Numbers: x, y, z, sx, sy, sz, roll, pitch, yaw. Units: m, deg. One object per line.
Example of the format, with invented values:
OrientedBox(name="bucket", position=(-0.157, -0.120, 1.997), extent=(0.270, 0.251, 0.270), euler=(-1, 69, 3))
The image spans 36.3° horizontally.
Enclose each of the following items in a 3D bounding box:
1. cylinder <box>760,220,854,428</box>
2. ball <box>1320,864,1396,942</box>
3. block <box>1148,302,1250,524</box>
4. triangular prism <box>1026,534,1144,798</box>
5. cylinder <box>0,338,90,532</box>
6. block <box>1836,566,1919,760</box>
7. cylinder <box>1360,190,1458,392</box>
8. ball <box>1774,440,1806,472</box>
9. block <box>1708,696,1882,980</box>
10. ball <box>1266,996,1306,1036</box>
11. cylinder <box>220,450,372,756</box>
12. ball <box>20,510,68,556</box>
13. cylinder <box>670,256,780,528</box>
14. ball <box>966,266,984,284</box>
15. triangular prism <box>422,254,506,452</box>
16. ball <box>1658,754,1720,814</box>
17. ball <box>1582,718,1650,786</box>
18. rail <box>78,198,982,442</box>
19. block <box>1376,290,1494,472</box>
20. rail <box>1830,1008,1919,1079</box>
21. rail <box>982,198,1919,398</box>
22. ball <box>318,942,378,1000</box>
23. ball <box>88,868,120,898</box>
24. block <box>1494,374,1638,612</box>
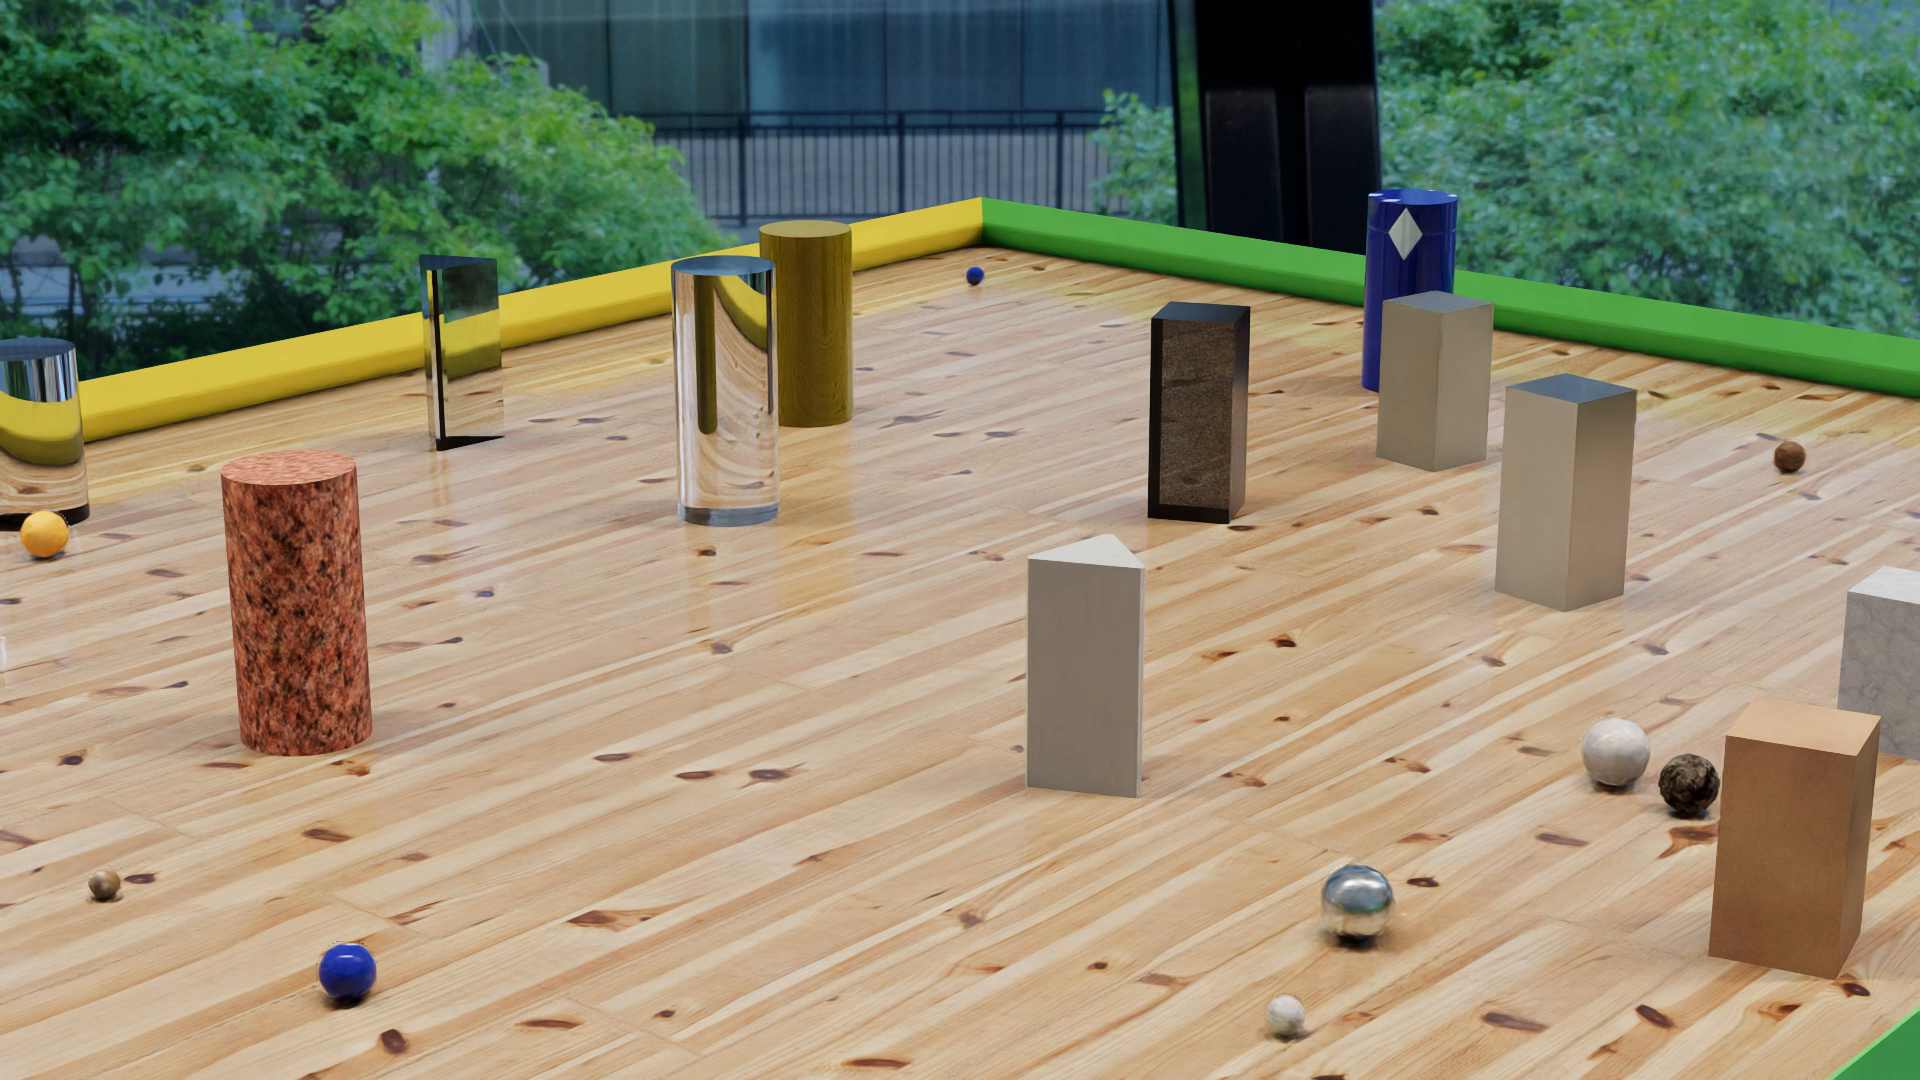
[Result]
OrientedBox(name="cylinder", position=(-0.328, -0.464, 6.279), extent=(0.197, 0.411, 0.197), euler=(0, 17, 0))
OrientedBox(name="ball", position=(0.508, 0.464, 3.745), extent=(0.097, 0.097, 0.097), euler=(0, 17, 0))
OrientedBox(name="block", position=(0.455, -0.244, 5.586), extent=(0.157, 0.389, 0.157), euler=(5, 17, 16))
OrientedBox(name="triangular prism", position=(0.198, 0.177, 4.261), extent=(0.170, 0.347, 0.148), euler=(5, 17, 16))
OrientedBox(name="cylinder", position=(-1.762, -0.200, 5.546), extent=(0.197, 0.329, 0.197), euler=(0, 17, 0))
OrientedBox(name="block", position=(1.431, 0.186, 4.416), extent=(0.157, 0.241, 0.157), euler=(12, 20, 34))
OrientedBox(name="cylinder", position=(1.002, -0.554, 6.547), extent=(0.197, 0.429, 0.197), euler=(0, 17, 0))
OrientedBox(name="ball", position=(1.669, -0.167, 5.896), extent=(0.064, 0.064, 0.064), euler=(0, 17, 0))
OrientedBox(name="block", position=(1.052, 0.374, 3.697), extent=(0.157, 0.297, 0.157), euler=(8, 19, 26))
OrientedBox(name="ball", position=(0.387, 0.566, 3.490), extent=(0.047, 0.047, 0.047), euler=(0, 17, 0))
OrientedBox(name="cylinder", position=(-0.996, 0.093, 4.412), extent=(0.197, 0.421, 0.197), euler=(0, 17, 0))
OrientedBox(name="ball", position=(-1.668, -0.011, 5.342), extent=(0.084, 0.084, 0.084), euler=(0, 17, 0))
OrientedBox(name="cylinder", position=(-0.443, -0.283, 5.556), extent=(0.197, 0.482, 0.197), euler=(0, 17, 0))
OrientedBox(name="ball", position=(0.039, -0.691, 7.661), extent=(0.048, 0.048, 0.048), euler=(0, 17, 0))
OrientedBox(name="triangular prism", position=(-1.070, -0.397, 6.112), extent=(0.148, 0.380, 0.170), euler=(16, 23, 43))
OrientedBox(name="ball", position=(1.035, 0.346, 4.160), extent=(0.084, 0.084, 0.084), euler=(0, 17, 0))
OrientedBox(name="ball", position=(0.953, 0.308, 4.260), extent=(0.098, 0.098, 0.098), euler=(0, 17, 0))
OrientedBox(name="rail", position=(-1.539, -0.354, 6.399), extent=(0.045, 0.128, 4.929), euler=(14, 22, 39))
OrientedBox(name="block", position=(0.965, -0.324, 5.959), extent=(0.157, 0.327, 0.157), euler=(-13, 21, -37))
OrientedBox(name="rail", position=(1.539, 0.418, 3.841), extent=(0.045, 0.128, 4.929), euler=(14, 22, 39))
OrientedBox(name="rail", position=(1.600, -0.500, 6.885), extent=(4.123, 0.128, 0.045), euler=(14, 22, 39))
OrientedBox(name="ball", position=(-0.748, 0.527, 3.581), extent=(0.070, 0.070, 0.070), euler=(0, 17, 0))
OrientedBox(name="ball", position=(-1.131, 0.454, 3.876), extent=(0.040, 0.040, 0.040), euler=(0, 17, 0))
OrientedBox(name="block", position=(1.051, -0.084, 5.090), extent=(0.157, 0.370, 0.157), euler=(-13, 21, -37))
